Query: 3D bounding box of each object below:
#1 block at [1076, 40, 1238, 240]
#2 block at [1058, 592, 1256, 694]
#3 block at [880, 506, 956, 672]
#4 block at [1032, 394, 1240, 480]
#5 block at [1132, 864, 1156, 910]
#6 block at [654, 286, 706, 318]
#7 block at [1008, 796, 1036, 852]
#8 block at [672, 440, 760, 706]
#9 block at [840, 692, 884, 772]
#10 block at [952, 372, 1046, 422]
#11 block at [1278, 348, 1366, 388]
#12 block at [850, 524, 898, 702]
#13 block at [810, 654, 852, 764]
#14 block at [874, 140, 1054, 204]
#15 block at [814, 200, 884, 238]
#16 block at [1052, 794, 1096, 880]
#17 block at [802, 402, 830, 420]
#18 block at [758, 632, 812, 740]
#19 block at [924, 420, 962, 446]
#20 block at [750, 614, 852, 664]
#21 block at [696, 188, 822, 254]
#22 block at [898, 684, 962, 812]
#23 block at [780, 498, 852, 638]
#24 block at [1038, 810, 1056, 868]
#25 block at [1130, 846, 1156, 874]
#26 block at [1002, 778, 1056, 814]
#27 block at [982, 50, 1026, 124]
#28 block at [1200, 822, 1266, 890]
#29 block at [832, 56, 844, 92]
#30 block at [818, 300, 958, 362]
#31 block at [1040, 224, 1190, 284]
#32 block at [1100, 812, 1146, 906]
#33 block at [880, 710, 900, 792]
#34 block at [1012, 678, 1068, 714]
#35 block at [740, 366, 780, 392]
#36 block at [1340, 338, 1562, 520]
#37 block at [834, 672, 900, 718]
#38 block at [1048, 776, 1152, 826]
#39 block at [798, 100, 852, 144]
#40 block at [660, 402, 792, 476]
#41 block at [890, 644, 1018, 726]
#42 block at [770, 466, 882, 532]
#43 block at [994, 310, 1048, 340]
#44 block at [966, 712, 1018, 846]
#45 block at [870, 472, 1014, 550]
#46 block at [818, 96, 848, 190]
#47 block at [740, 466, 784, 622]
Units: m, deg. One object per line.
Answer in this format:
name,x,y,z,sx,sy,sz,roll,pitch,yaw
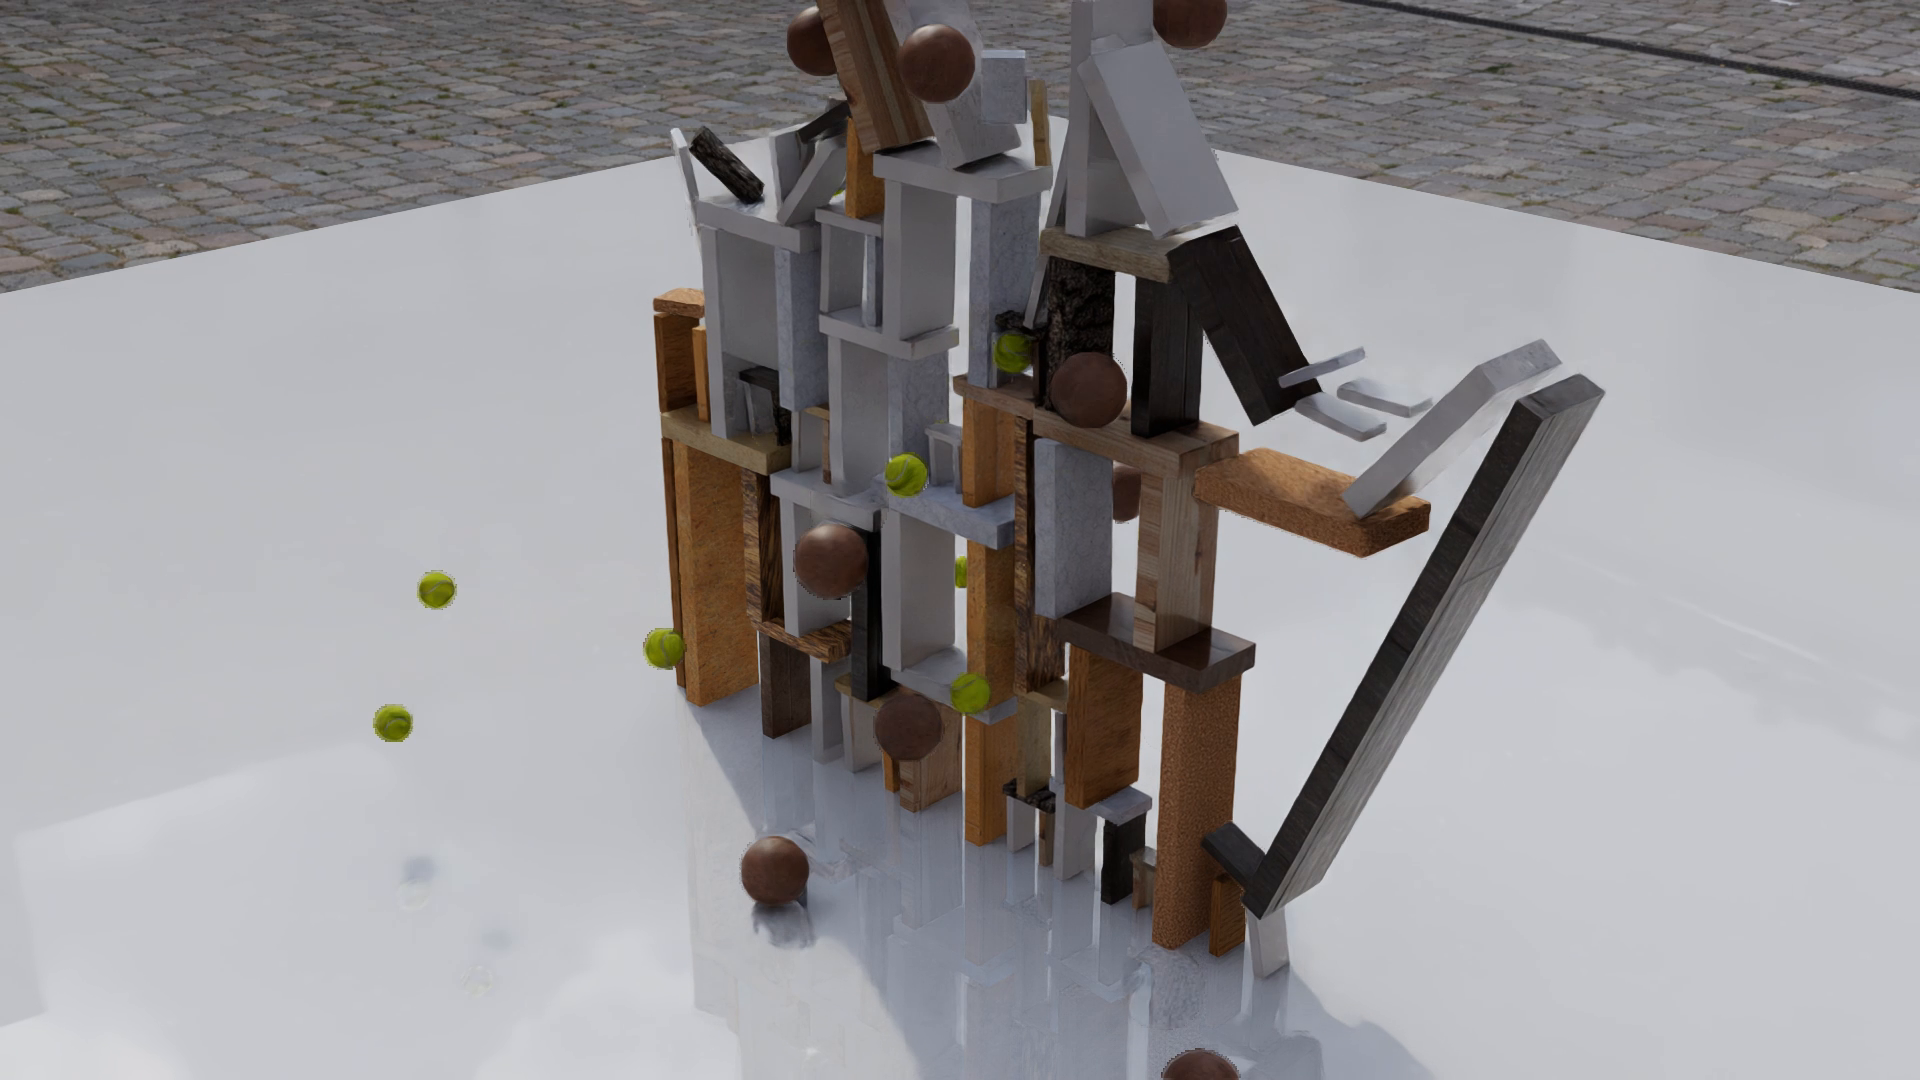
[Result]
block,0.324,-0.656,3.598,0.157,0.314,0.044,-20,-6,-36
block,0.349,0.180,3.921,0.320,0.045,0.160,21,29,39
block,-0.081,0.072,4.341,0.048,0.340,0.170,18,29,35
block,0.304,-0.187,3.827,0.329,0.047,0.164,21,29,40
block,0.345,0.641,4.127,0.014,0.096,0.048,21,31,41
block,-0.540,-0.500,4.672,0.200,0.028,0.100,11,25,25
block,0.121,0.546,4.316,0.062,0.123,0.017,-21,31,-38
block,-0.533,0.054,4.836,0.048,0.623,0.171,21,31,40
block,-0.204,0.390,4.612,0.025,0.178,0.089,17,29,42
block,0.099,-0.268,3.991,0.108,0.030,0.215,-20,29,-38
block,0.575,-0.273,3.495,0.066,0.019,0.132,-23,4,-38
block,-0.154,0.127,4.449,0.043,0.380,0.151,19,30,35
block,-0.256,0.340,4.643,0.035,0.247,0.123,21,31,41
block,0.004,-0.663,3.945,0.301,0.043,0.150,20,30,38
block,-0.180,-0.607,4.153,0.176,0.025,0.088,20,31,37
block,0.222,0.555,4.218,0.091,0.182,0.026,-20,31,-40
block,-0.274,-0.271,4.410,0.069,0.020,0.139,-21,30,-40
block,-0.372,0.295,4.750,0.035,0.247,0.123,21,31,41
block,-0.016,-0.200,4.151,0.049,0.014,0.098,-22,31,-40
block,-0.314,0.188,4.642,0.247,0.035,0.123,21,31,41
block,-0.357,-0.636,4.351,0.163,0.046,0.327,-20,30,-39
block,-0.058,0.400,4.460,0.140,0.279,0.040,-21,31,-41
block,-0.297,0.037,4.565,0.151,0.302,0.043,-21,30,-41
block,0.180,0.567,4.265,0.017,0.123,0.062,21,32,41
block,0.368,0.599,4.084,0.096,0.014,0.048,21,31,41
block,0.150,0.492,4.262,0.123,0.017,0.062,20,31,39
block,0.076,-0.769,3.736,0.073,0.146,0.021,1,53,4
block,0.510,0.574,3.917,0.077,0.022,0.155,-21,55,-41
block,-0.223,-0.937,4.385,0.020,0.070,0.139,-13,15,12
block,-0.137,-0.401,4.200,0.253,0.036,0.126,21,31,40
block,0.286,-0.493,3.727,0.277,0.039,0.139,20,29,39
block,0.308,0.588,4.140,0.091,0.182,0.026,-21,32,-41
block,-0.118,0.422,4.536,0.025,0.178,0.089,17,28,42
block,0.180,0.288,4.138,0.149,0.021,0.075,20,31,40
block,-0.389,-0.329,4.489,0.119,0.017,0.059,21,31,40
block,0.743,-0.166,3.342,0.173,0.346,0.049,-22,71,-40
block,-0.165,0.311,4.536,0.178,0.025,0.089,21,31,40
block,0.264,0.477,4.136,0.091,0.026,0.182,-20,30,-39
block,-0.208,-0.792,4.092,0.094,0.027,0.188,-24,2,-43
block,-0.455,-0.222,4.629,0.341,0.048,0.171,21,31,40
block,0.009,0.279,4.338,0.139,0.040,0.279,-21,31,-40
block,-0.226,-0.095,4.432,0.302,0.043,0.151,20,30,40
block,0.119,-0.382,3.914,0.103,0.015,0.052,21,27,24
block,0.074,0.452,4.338,0.140,0.279,0.040,-21,31,-40
block,0.008,-0.074,4.186,0.170,0.048,0.340,-21,31,-40
block,-0.228,-0.760,4.229,0.085,0.169,0.024,6,19,-23
block,-0.374,-0.012,4.632,0.048,0.341,0.171,21,31,41
